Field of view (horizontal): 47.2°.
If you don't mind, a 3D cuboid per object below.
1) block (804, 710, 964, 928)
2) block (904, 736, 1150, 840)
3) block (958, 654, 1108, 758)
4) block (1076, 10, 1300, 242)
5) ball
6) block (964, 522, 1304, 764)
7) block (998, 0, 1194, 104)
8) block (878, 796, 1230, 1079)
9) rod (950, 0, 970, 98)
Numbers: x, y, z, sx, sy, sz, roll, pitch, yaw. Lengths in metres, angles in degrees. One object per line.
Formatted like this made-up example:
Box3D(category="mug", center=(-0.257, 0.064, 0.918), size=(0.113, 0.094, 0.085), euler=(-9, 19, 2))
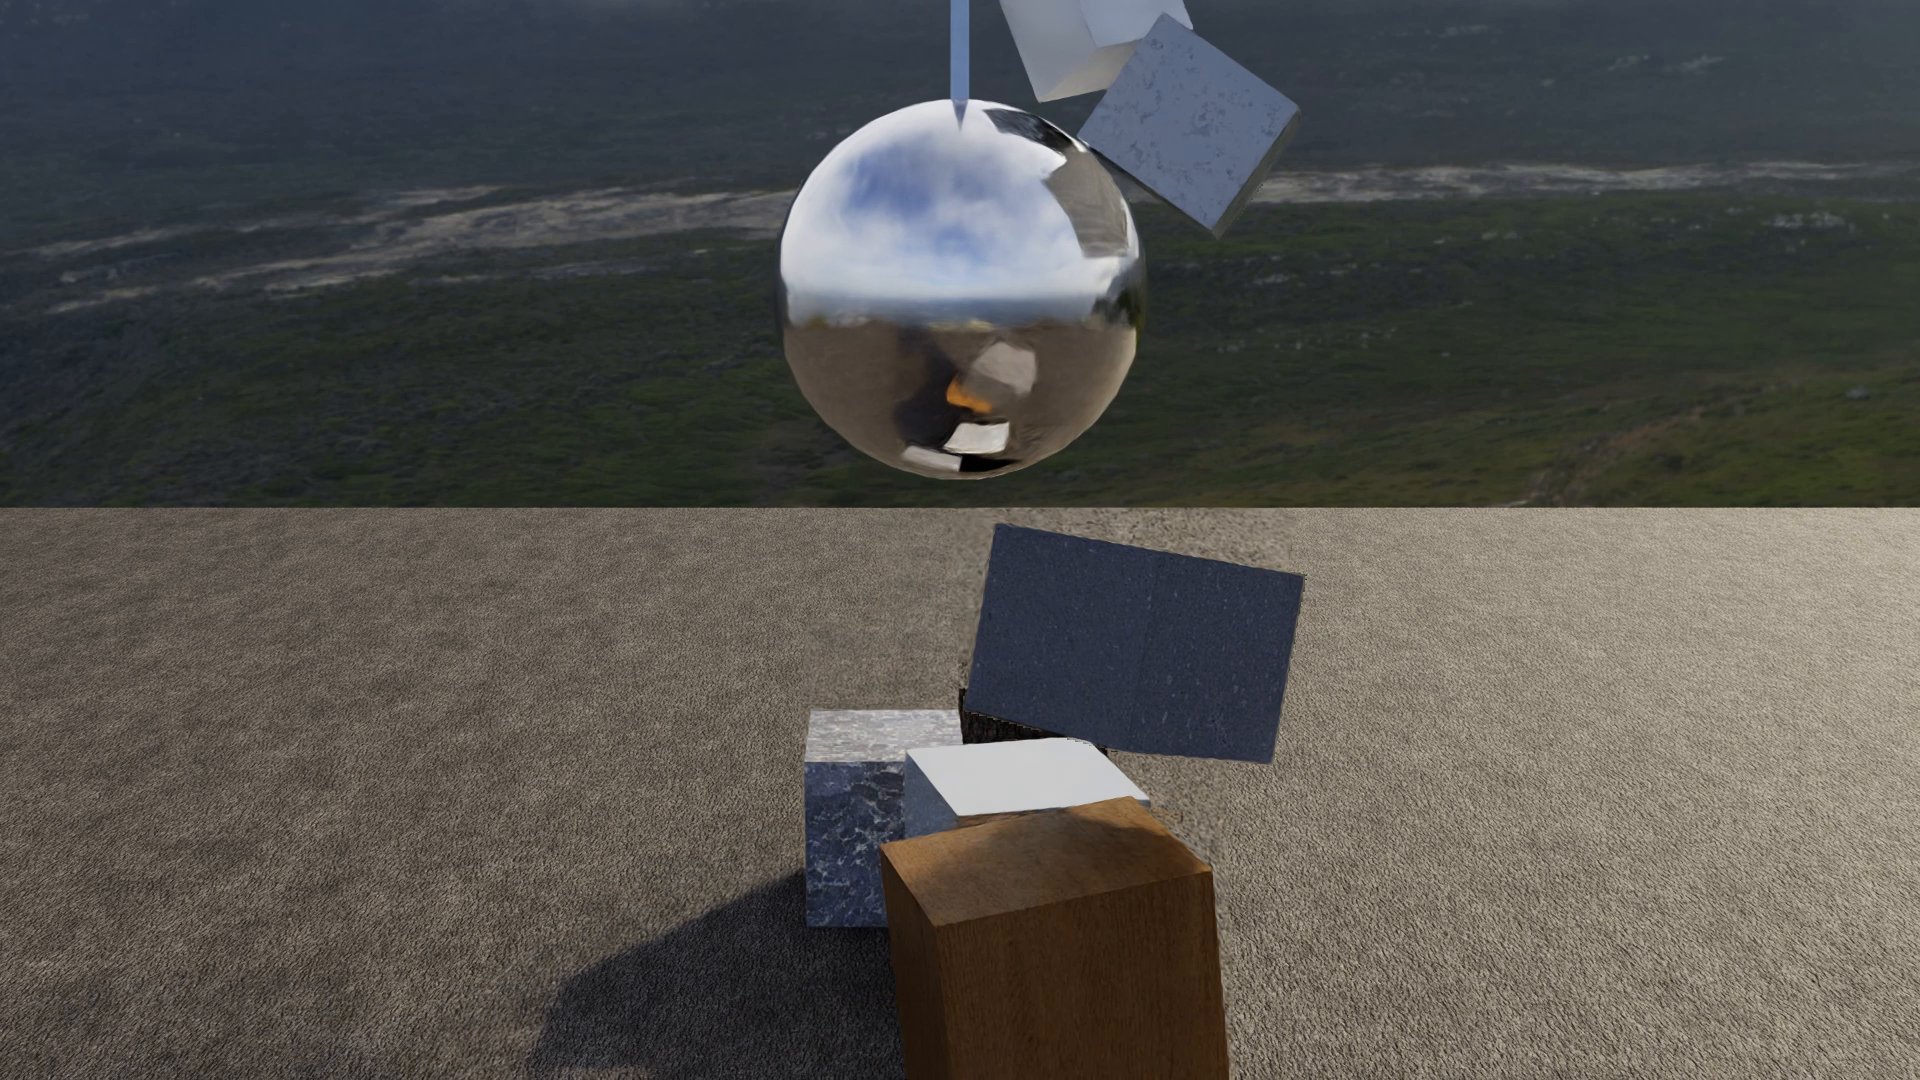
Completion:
Box3D(category="block", center=(-0.350, 1.288, 10.313), size=(0.719, 0.776, 0.892), euler=(0, 10, -2))
Box3D(category="block", center=(0.265, 1.395, 9.427), size=(0.824, 0.832, 0.836), euler=(-3, 14, -16))
Box3D(category="block", center=(0.366, 1.075, 11.387), size=(0.743, 0.812, 0.730), euler=(0, 10, 0))
Box3D(category="block", center=(0.937, -1.656, 8.896), size=(0.651, 0.583, 0.648), euler=(36, 8, 5))
Box3D(category="ball", center=(0.000, -1.055, 9.318), size=(1.600, 1.600, 1.600), euler=(0, 10, 0))
Box3D(category="block", center=(0.636, 0.376, 8.084), size=(0.781, 0.696, 0.836), euler=(9, 1, -42))
Box3D(category="block", center=(0.564, -2.274, 9.395), size=(0.502, 0.550, 0.539), euler=(-18, -6, -28))
Box3D(category="block", center=(0.330, 1.580, 7.894), size=(0.981, 0.945, 0.845), euler=(-9, 13, -13))
Box3D(category="rod", center=(0.000, -4.438, 9.650), size=(0.080, 5.200, 0.080), euler=(0, -6, 0))
